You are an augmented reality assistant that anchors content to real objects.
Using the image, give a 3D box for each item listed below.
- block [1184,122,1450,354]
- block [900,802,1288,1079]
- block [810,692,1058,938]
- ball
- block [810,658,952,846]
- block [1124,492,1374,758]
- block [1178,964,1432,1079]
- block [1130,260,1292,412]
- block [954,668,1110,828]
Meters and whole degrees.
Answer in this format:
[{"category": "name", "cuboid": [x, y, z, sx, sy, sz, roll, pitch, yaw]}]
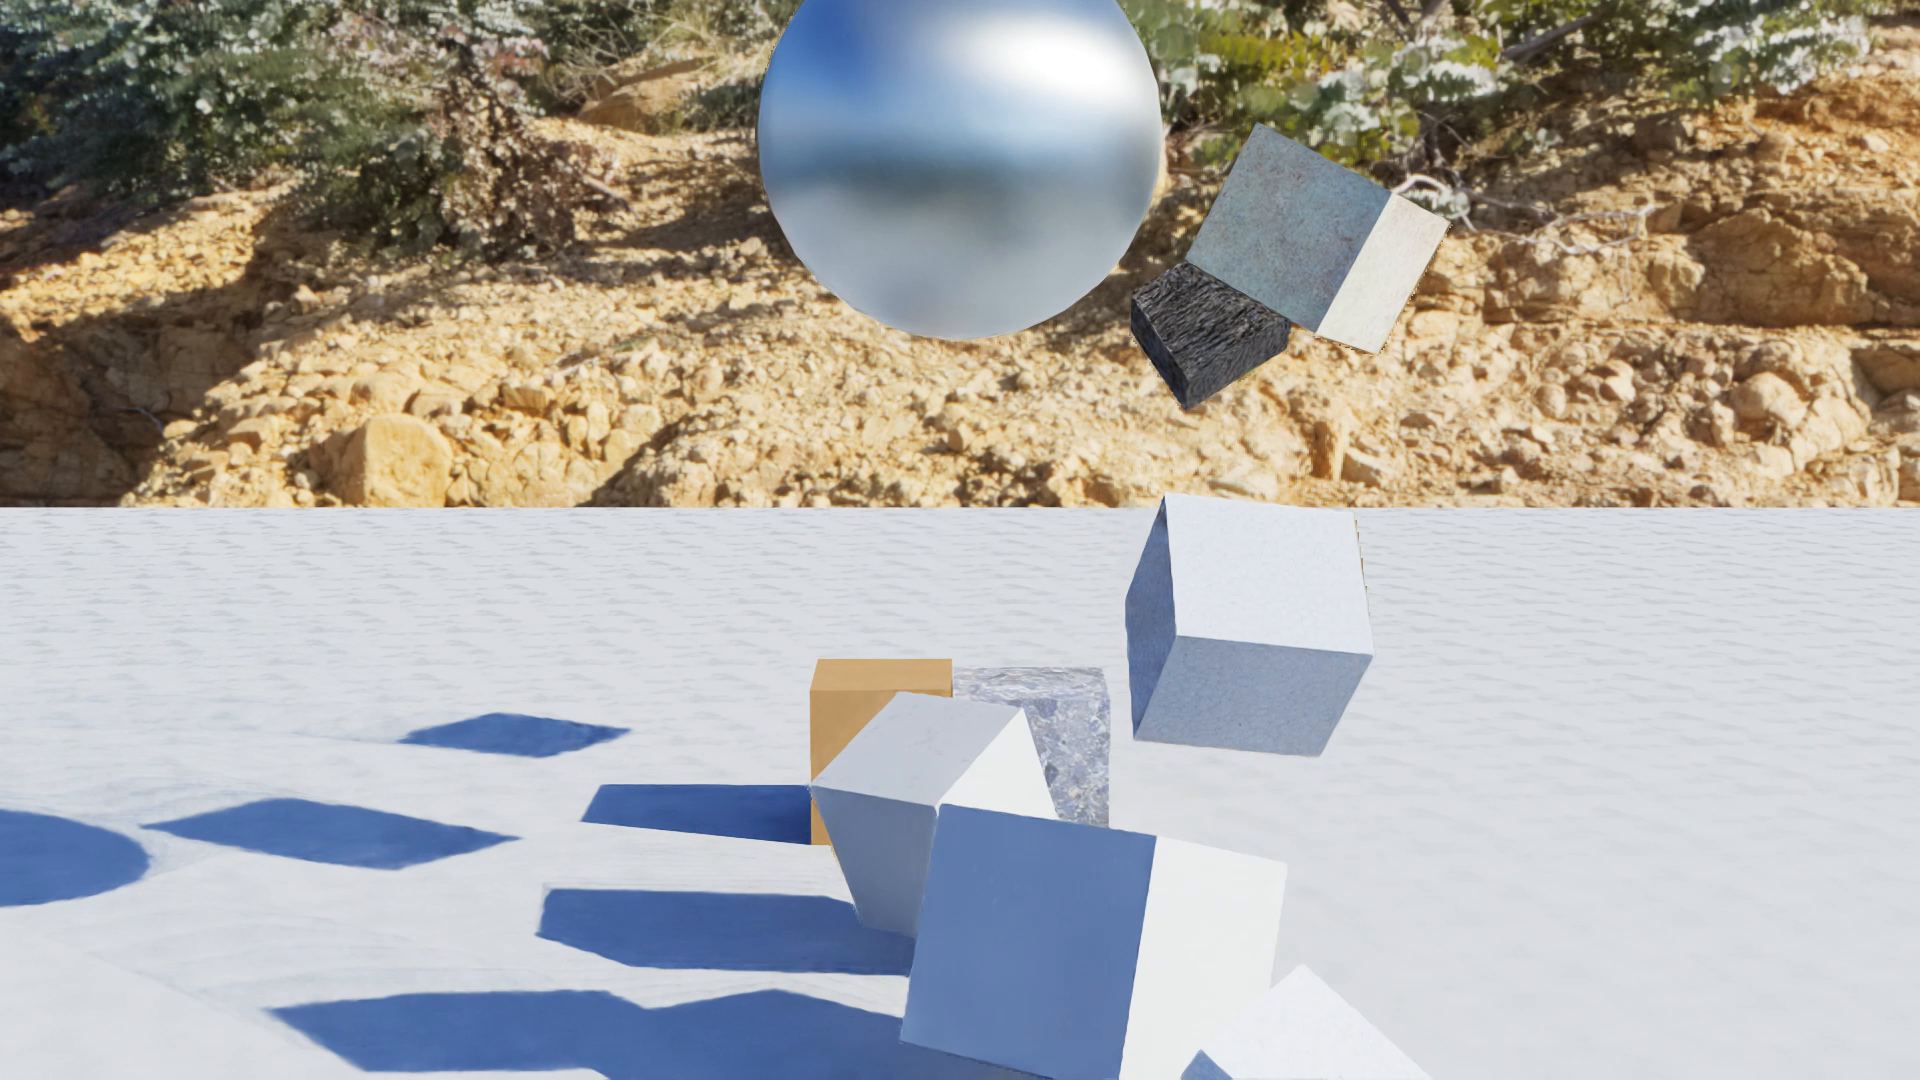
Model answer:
[{"category": "block", "cuboid": [1.512, -1.263, 9.281, 0.679, 0.635, 0.719, 34, 15, 27]}, {"category": "block", "cuboid": [0.495, 1.494, 8.000, 0.956, 0.862, 0.883, 3, -11, 39]}, {"category": "block", "cuboid": [-0.079, 1.206, 9.504, 0.667, 0.786, 0.691, 5, 35, 37]}, {"category": "ball", "cuboid": [0.000, -1.592, 8.691, 1.600, 1.600, 1.600, 0, 10, 0]}, {"category": "block", "cuboid": [-0.395, 1.083, 11.358, 0.708, 0.805, 0.683, 0, 10, 0]}, {"category": "block", "cuboid": [0.975, 0.299, 7.583, 0.665, 0.619, 0.606, 6, 50, -8]}, {"category": "block", "cuboid": [1.006, 1.849, 6.772, 0.648, 0.622, 0.637, 41, 35, 20]}, {"category": "block", "cuboid": [1.305, -1.137, 11.475, 0.641, 0.540, 0.619, -32, -13, -3]}, {"category": "block", "cuboid": [0.359, 1.106, 11.373, 0.783, 0.754, 0.692, 0, 10, 0]}]
